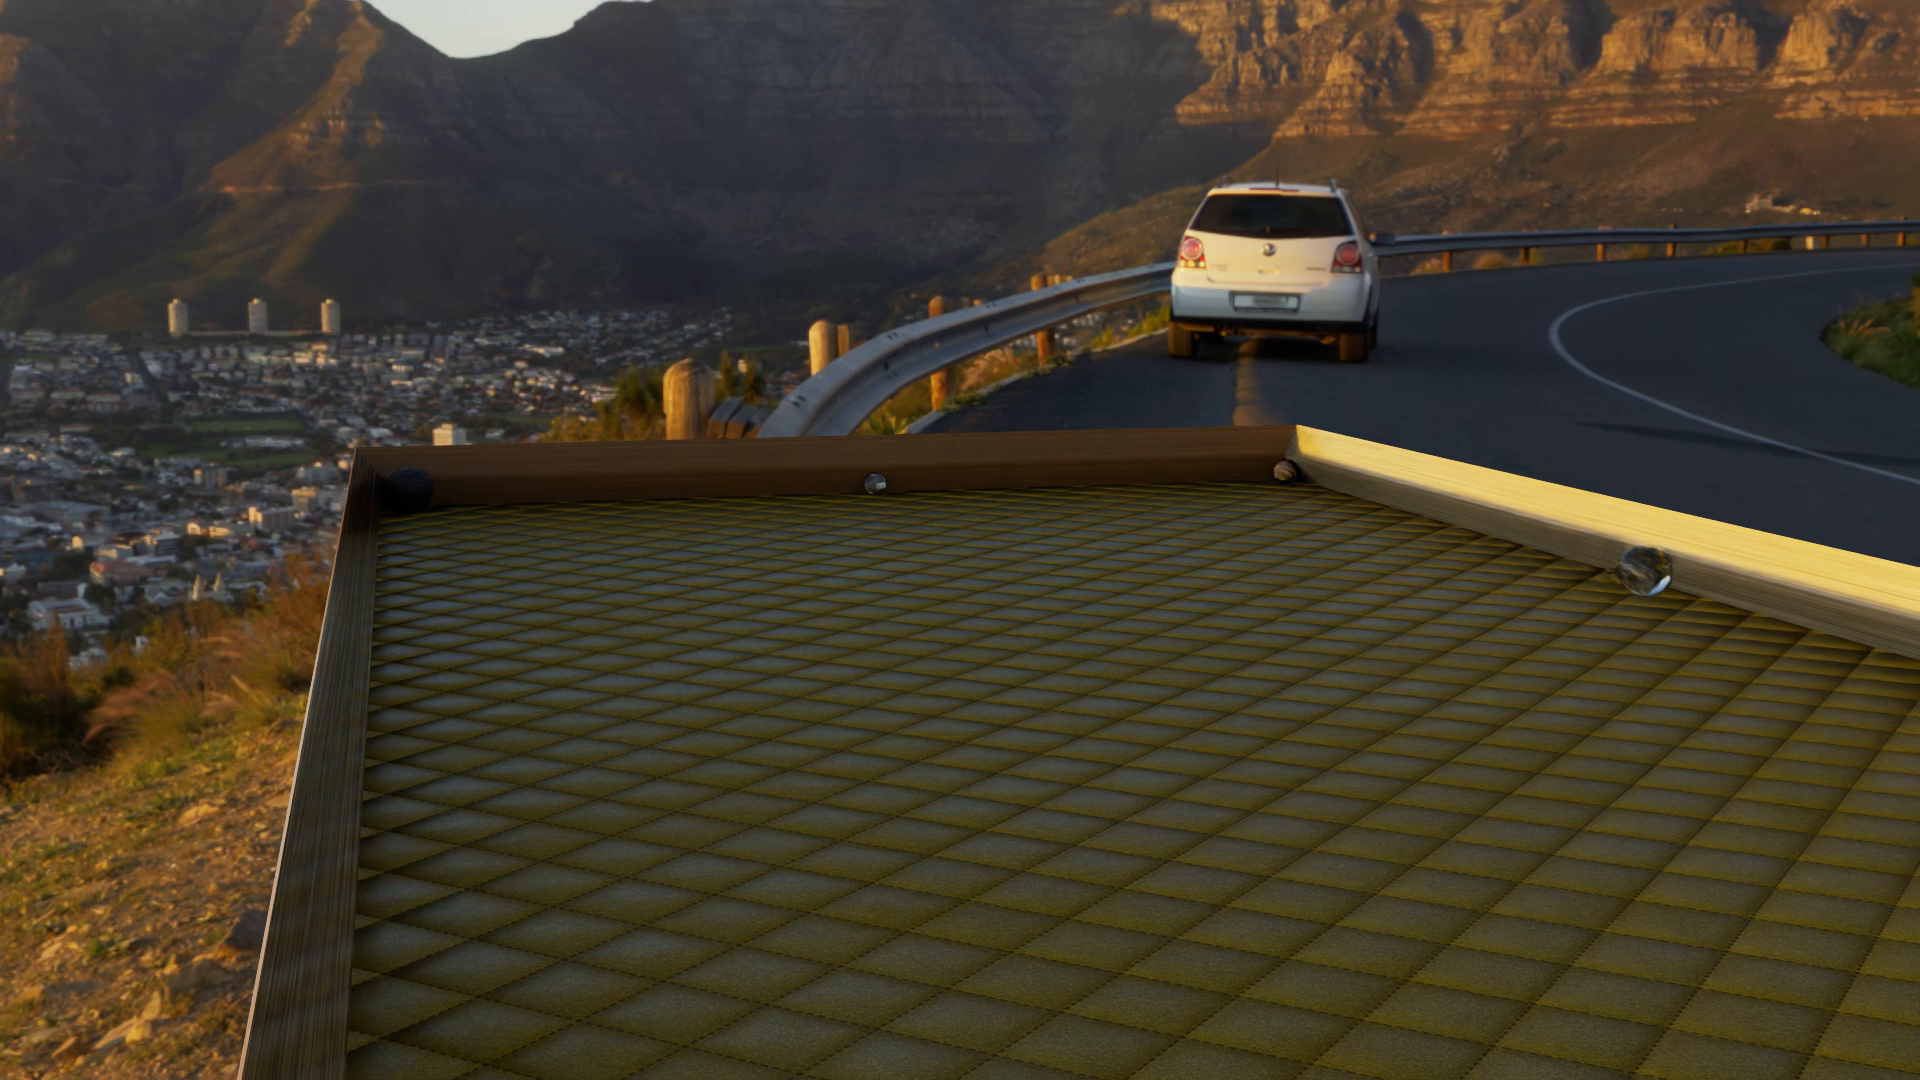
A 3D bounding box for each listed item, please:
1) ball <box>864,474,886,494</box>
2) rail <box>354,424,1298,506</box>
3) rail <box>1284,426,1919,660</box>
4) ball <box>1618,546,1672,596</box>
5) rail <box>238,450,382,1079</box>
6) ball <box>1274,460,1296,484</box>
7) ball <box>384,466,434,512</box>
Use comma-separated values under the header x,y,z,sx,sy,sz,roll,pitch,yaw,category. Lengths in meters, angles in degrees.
x,y,z,sx,sy,sz,roll,pitch,yaw,category
-0.162,-0.107,4.192,0.042,0.042,0.042,0,8,0,ball
-0.203,-0.143,4.202,1.837,0.109,0.045,-2,9,-14,rail
1.076,0.061,2.808,0.045,0.109,3.406,-2,9,-14,rail
0.954,0.043,3.066,0.072,0.072,0.072,0,8,0,ball
-0.659,0.125,2.374,0.045,0.109,3.406,-2,9,-14,rail
0.647,-0.136,4.379,0.046,0.046,0.046,0,8,0,ball
-0.988,-0.091,3.943,0.084,0.084,0.084,0,8,0,ball
